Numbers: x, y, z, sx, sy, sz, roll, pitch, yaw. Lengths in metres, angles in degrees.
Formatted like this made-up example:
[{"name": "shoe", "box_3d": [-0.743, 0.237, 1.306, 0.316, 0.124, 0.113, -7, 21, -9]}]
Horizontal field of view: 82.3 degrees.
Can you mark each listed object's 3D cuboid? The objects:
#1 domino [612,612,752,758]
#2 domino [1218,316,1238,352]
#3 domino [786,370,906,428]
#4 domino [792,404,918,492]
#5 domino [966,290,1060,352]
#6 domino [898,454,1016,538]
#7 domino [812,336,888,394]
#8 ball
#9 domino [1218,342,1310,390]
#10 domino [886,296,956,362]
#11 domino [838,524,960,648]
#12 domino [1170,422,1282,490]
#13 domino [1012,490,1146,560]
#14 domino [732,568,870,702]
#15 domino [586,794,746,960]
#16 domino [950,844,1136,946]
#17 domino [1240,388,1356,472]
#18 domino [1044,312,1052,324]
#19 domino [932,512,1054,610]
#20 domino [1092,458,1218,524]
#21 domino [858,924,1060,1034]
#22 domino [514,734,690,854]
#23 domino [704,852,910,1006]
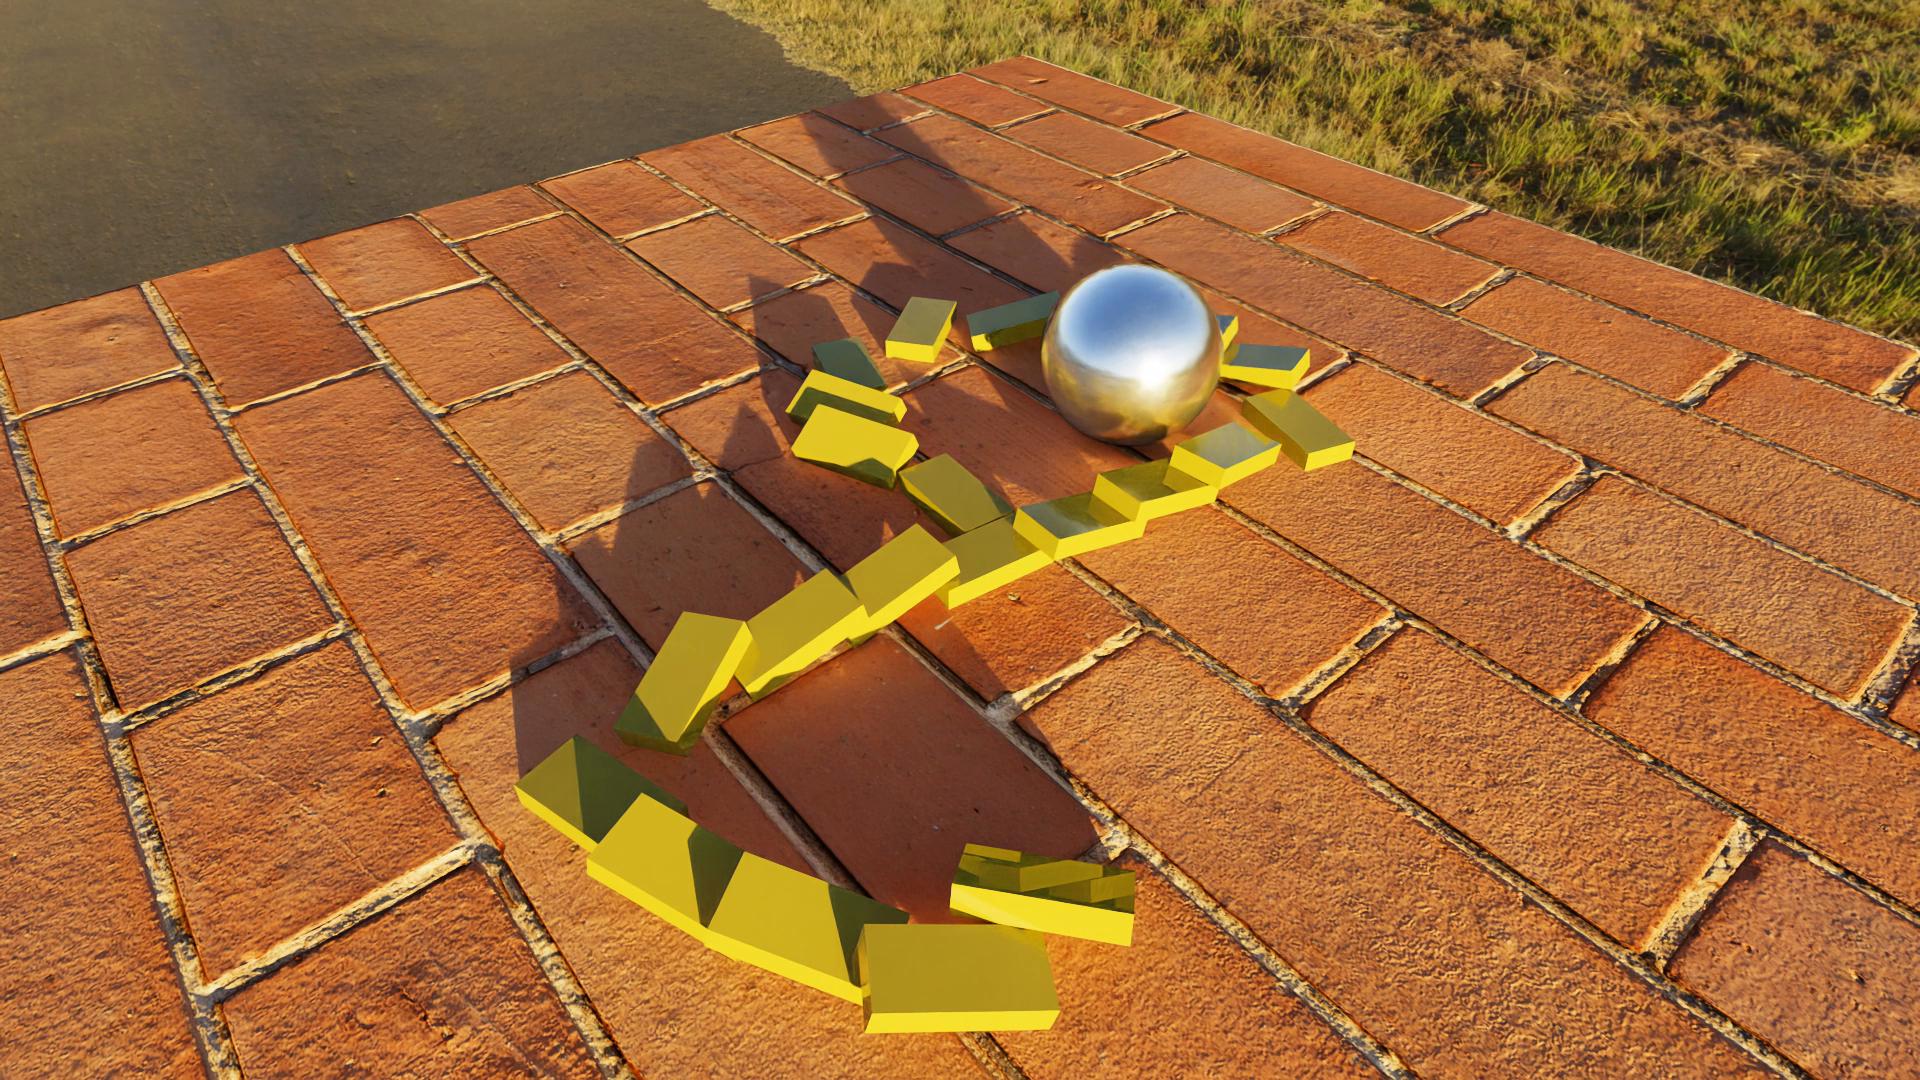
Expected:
[{"name": "domino", "box_3d": [-0.094, 0.048, 0.375, 0.025, 0.010, 0.050, 7, 50, 20]}, {"name": "domino", "box_3d": [0.114, -0.105, 0.563, 0.050, 0.010, 0.025, 7, 38, 31]}, {"name": "domino", "box_3d": [-0.053, -0.060, 0.508, 0.050, 0.009, 0.025, 21, 70, 23]}, {"name": "domino", "box_3d": [-0.047, -0.041, 0.486, 0.050, 0.009, 0.025, 20, 69, 22]}, {"name": "domino", "box_3d": [0.030, -0.114, 0.573, 0.050, 0.010, 0.025, -14, 38, 4]}, {"name": "domino", "box_3d": [-0.002, -0.017, 0.464, 0.025, 0.010, 0.050, -24, 45, -26]}, {"name": "domino", "box_3d": [-0.055, -0.083, 0.545, 0.025, 0.010, 0.050, -13, 41, -15]}, {"name": "ball", "box_3d": [0.076, -0.082, 0.488, 0.080, 0.080, 0.080, 0, 39, 0]}, {"name": "domino", "box_3d": [0.143, -0.086, 0.541, 0.050, 0.009, 0.025, 12, 39, 33]}, {"name": "domino", "box_3d": [-0.020, -0.111, 0.579, 0.025, 0.009, 0.050, 9, 40, 10]}, {"name": "domino", "box_3d": [-0.028, 0.017, 0.414, 0.050, 0.010, 0.025, -35, 50, -18]}, {"name": "domino", "box_3d": [0.116, -0.037, 0.480, 0.025, 0.009, 0.050, 32, 36, 32]}, {"name": "domino", "box_3d": [0.049, -0.007, 0.443, 0.050, 0.010, 0.025, -13, 39, -37]}, {"name": "domino", "box_3d": [-0.060, 0.033, 0.394, 0.050, 0.009, 0.025, -35, 50, -18]}, {"name": "domino", "box_3d": [-0.079, 0.096, 0.317, 0.050, 0.010, 0.025, 26, 44, 10]}, {"name": "domino", "box_3d": [0.024, 0.100, 0.313, 0.050, 0.009, 0.025, 7, 12, 8]}, {"name": "domino", "box_3d": [0.155, -0.052, 0.507, 0.025, 0.010, 0.050, -15, 42, -17]}, {"name": "domino", "box_3d": [0.070, -0.113, 0.572, 0.050, 0.009, 0.025, -10, 38, 9]}, {"name": "domino", "box_3d": [0.010, 0.007, 0.434, 0.050, 0.010, 0.025, -23, 45, -26]}, {"name": "domino", "box_3d": [0.083, -0.022, 0.461, 0.050, 0.010, 0.025, -14, 40, -37]}, {"name": "domino", "box_3d": [-0.001, 0.116, 0.292, 0.050, 0.010, 0.025, 6, 38, -15]}, {"name": "domino", "box_3d": [-0.111, 0.082, 0.343, 0.050, 0.009, 0.025, 23, 45, 26]}, {"name": "domino", "box_3d": [-0.042, 0.107, 0.303, 0.050, 0.010, 0.025, 20, 41, 2]}]
